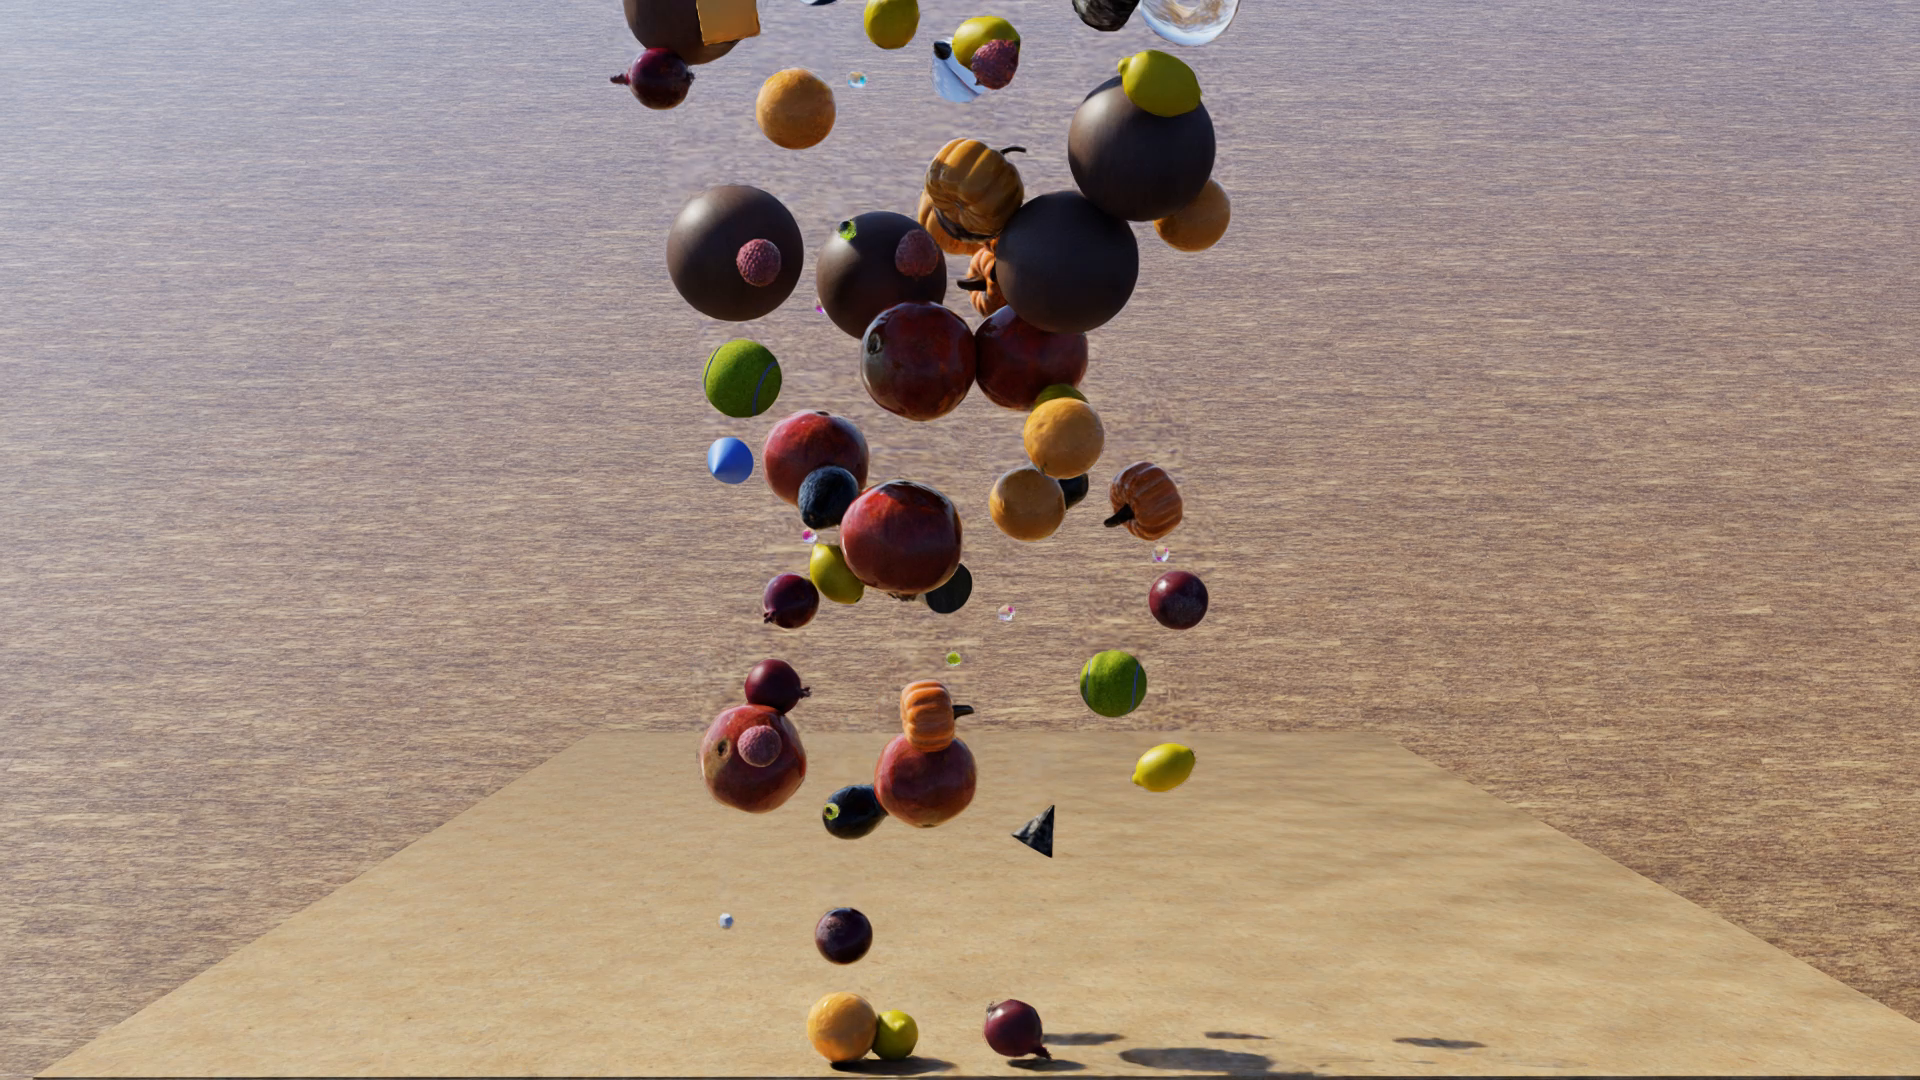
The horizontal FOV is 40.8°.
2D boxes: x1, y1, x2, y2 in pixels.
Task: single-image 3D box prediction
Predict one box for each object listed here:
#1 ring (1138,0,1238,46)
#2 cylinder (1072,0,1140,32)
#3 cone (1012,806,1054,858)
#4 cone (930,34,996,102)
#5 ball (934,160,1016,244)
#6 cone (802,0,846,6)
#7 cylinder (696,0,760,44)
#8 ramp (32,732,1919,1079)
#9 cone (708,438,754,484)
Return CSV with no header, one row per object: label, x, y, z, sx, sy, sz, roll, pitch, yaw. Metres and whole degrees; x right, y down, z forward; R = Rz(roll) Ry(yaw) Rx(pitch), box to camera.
ring,0.221,-0.538,2.524,0.112,0.112,0.037,16,32,28
cylinder,0.141,-0.509,2.390,0.055,0.055,0.055,11,57,-18
cone,0.093,0.319,2.889,0.053,0.053,0.053,29,-1,1
cone,-0.011,-0.478,2.547,0.072,0.072,0.072,15,-4,26
ball,0.014,-0.313,2.397,0.077,0.077,0.077,0,28,0
cone,-0.120,-0.522,2.451,0.067,0.067,0.067,10,-13,17
cylinder,-0.212,-0.481,2.351,0.052,0.052,0.052,-10,29,-4
ramp,0.063,0.566,4.606,2.000,0.100,4.000,0,1,0
cone,-0.261,-0.080,2.836,0.054,0.054,0.054,7,19,13
